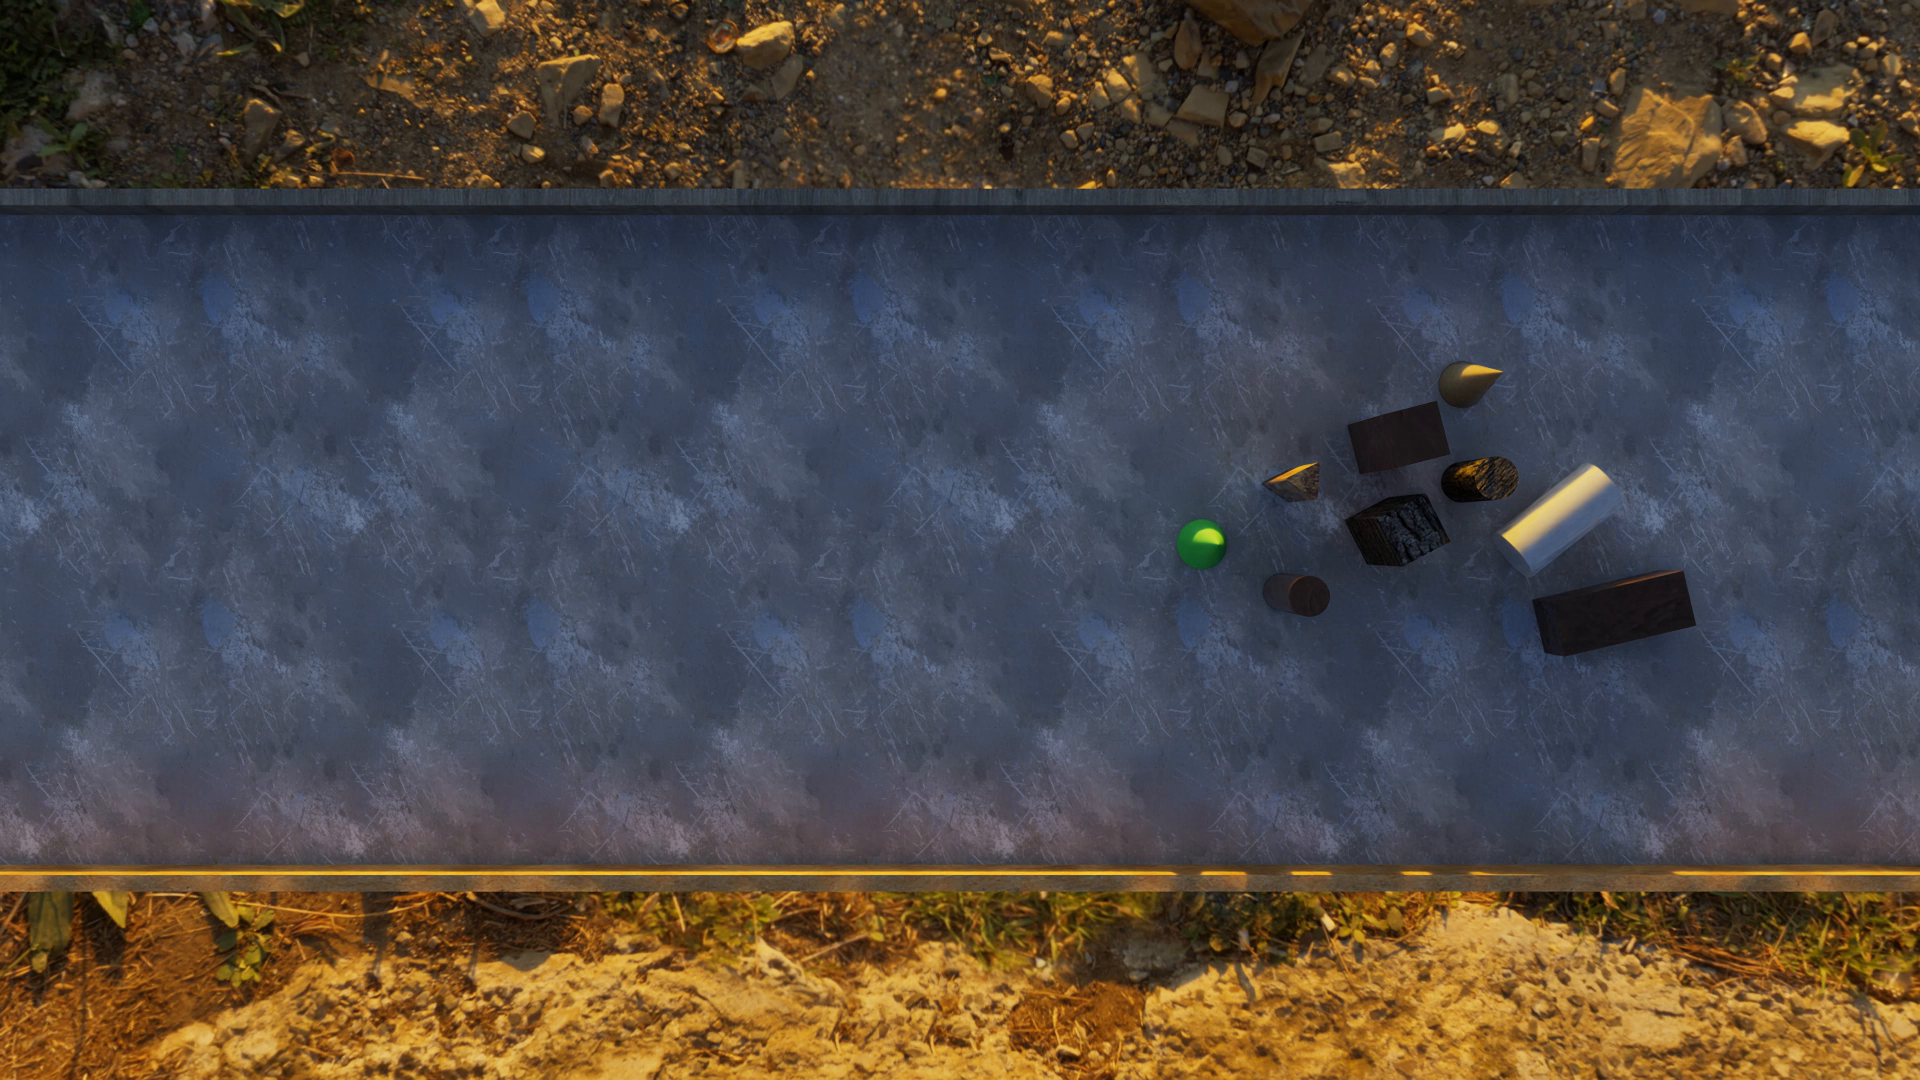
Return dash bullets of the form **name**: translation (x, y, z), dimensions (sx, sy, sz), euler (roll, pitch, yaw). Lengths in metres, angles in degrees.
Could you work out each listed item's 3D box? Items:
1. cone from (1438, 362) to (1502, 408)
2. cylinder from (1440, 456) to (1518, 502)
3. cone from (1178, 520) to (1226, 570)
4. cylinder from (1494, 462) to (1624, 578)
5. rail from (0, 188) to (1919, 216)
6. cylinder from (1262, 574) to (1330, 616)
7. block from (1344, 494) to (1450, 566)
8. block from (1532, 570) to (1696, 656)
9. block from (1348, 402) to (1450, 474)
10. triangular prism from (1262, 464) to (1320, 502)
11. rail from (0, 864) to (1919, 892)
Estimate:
- **cone**: translation (1.545, -0.478, 4.883), dimensions (0.145, 0.388, 0.145), euler (0, 90, 0)
- **cylinder**: translation (1.543, -0.178, 4.909), dimensions (0.126, 0.334, 0.126), euler (0, 90, 0)
- **cone**: translation (0.745, 0.013, 4.914), dimensions (0.154, 0.325, 0.154), euler (0, 90, 0)
- **cylinder**: translation (1.809, -0.060, 4.992), dimensions (0.347, 0.170, 0.170), euler (-38, 90, 0)
- **rail**: translation (-2.247, -1.025, 5.002), dimensions (12.000, 0.150, 0.050), euler (0, 90, 0)
- **cylinder**: translation (0.990, 0.160, 4.874), dimensions (0.116, 0.405, 0.116), euler (0, 90, 0)
- **block**: translation (1.286, -0.028, 4.874), dimensions (0.154, 0.405, 0.154), euler (-27, 90, 0)
- **block**: translation (1.976, 0.219, 4.993), dimensions (0.403, 0.168, 0.168), euler (-13, 90, 0)
- **block**: translation (1.287, -0.298, 4.861), dimensions (0.156, 0.431, 0.156), euler (-14, 90, 0)
- **triangular prism**: translation (0.996, -0.182, 4.882), dimensions (0.103, 0.389, 0.090), euler (34, 90, 0)
- **rail**: translation (-2.247, 1.025, 5.001), dimensions (12.000, 0.150, 0.050), euler (0, 90, 0)
